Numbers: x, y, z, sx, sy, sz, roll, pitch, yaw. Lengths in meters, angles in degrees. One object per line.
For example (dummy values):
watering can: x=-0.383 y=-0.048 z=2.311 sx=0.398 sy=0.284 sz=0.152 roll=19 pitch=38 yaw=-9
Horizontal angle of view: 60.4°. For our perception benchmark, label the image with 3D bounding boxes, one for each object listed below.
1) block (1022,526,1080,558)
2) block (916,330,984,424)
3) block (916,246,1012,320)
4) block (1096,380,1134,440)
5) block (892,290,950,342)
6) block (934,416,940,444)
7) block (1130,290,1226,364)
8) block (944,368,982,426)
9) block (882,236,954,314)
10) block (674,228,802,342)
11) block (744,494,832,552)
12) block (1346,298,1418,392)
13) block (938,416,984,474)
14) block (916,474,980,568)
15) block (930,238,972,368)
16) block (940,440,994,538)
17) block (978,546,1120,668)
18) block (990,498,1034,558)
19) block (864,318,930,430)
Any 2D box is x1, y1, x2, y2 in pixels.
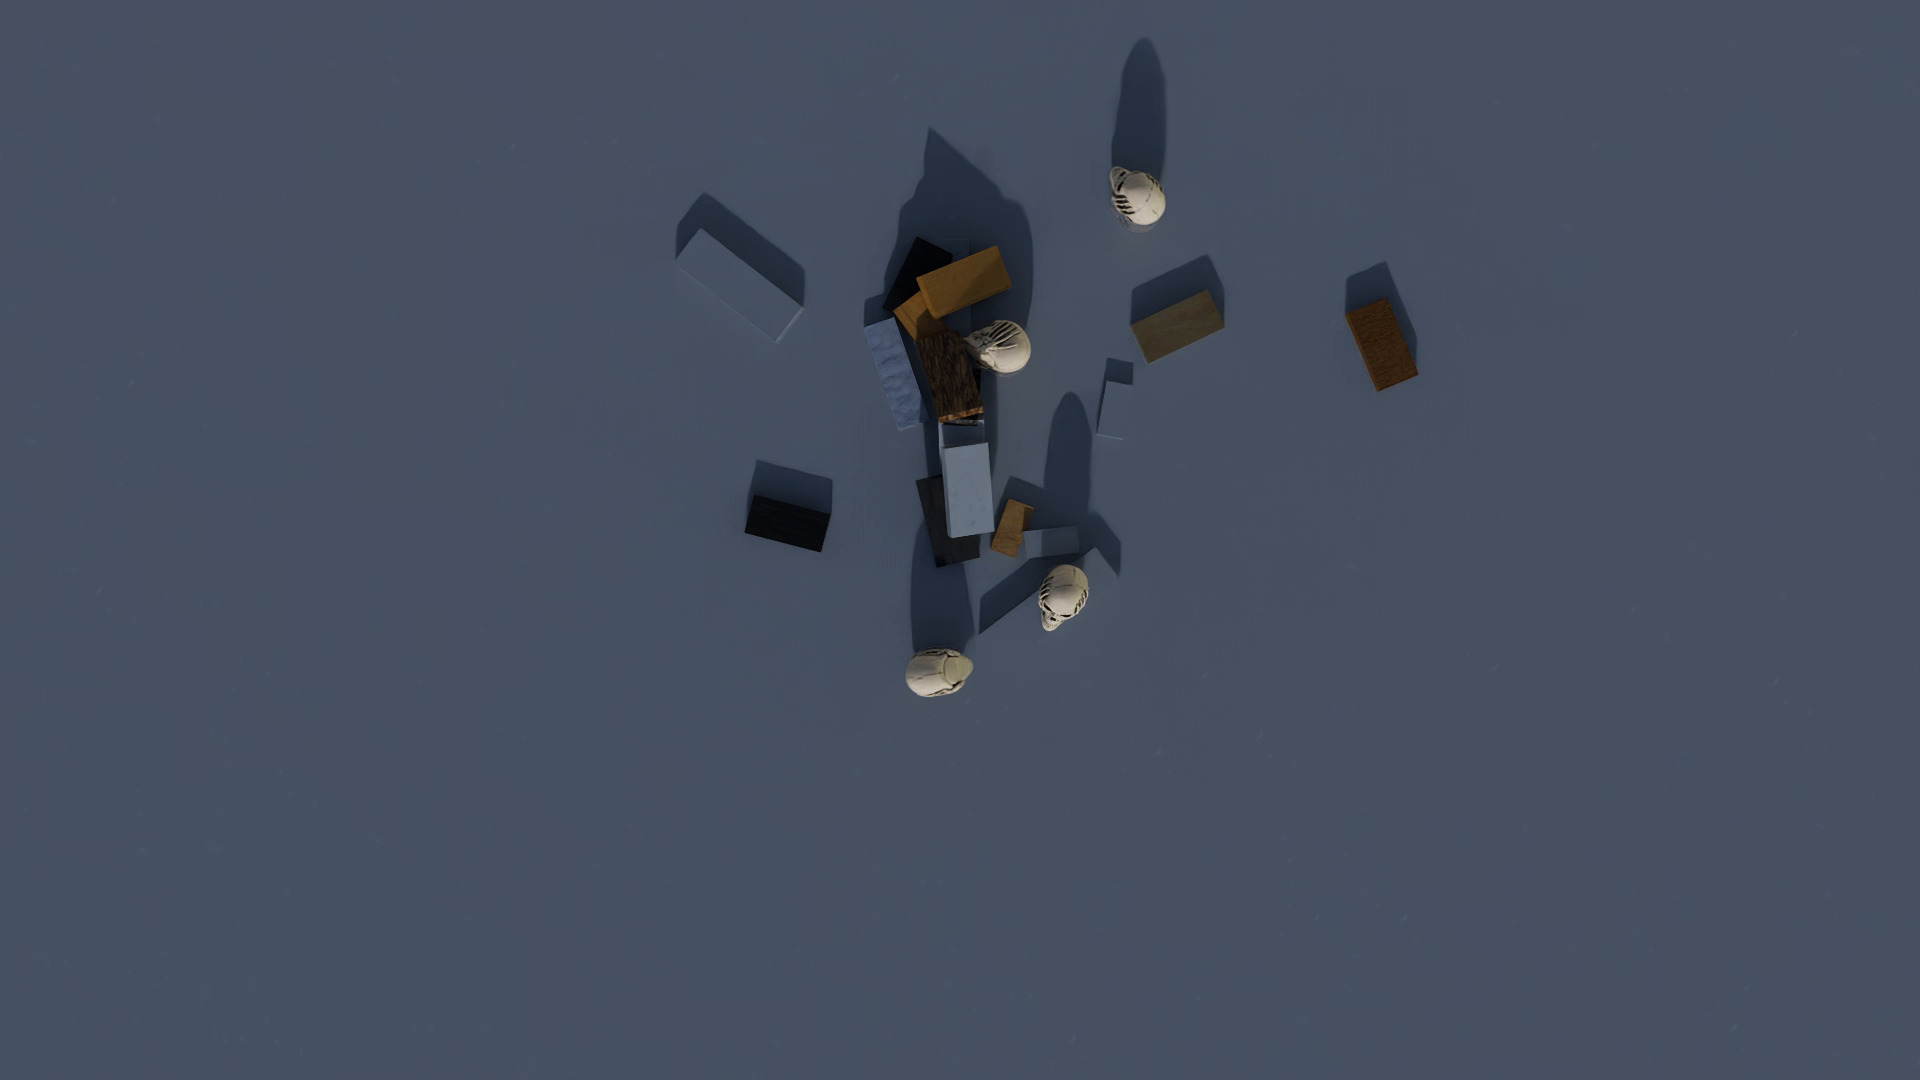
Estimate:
block: x=0.302 y=0.007 z=5.474 sx=0.180 sy=0.025 sz=0.090 roll=-6 pitch=91 yaw=-8
block: x=-0.035 y=-0.531 z=5.347 sx=0.147 sy=0.042 sz=0.293 roll=-15 pitch=68 yaw=-4
block: x=0.015 y=-0.847 z=5.419 sx=0.293 sy=0.042 sz=0.147 roll=-26 pitch=100 yaw=-20
block: x=0.515 y=-0.432 z=5.487 sx=0.090 sy=0.026 sz=0.180 roll=10 pitch=90 yaw=0
block: x=-0.112 y=-0.698 z=5.425 sx=0.110 sy=0.031 sz=0.220 roll=-37 pitch=102 yaw=0
block: x=-0.039 y=-0.405 z=5.488 sx=0.087 sy=0.025 sz=0.175 roll=2 pitch=90 yaw=1
block: x=0.723 y=-0.709 z=5.480 sx=0.279 sy=0.040 sz=0.140 roll=-25 pitch=90 yaw=0
block: x=0.008 y=-0.468 z=5.384 sx=0.110 sy=0.031 sz=0.220 roll=2 pitch=55 yaw=3
block: x=-0.140 y=-0.855 z=5.454 sx=0.131 sy=0.037 sz=0.262 roll=28 pitch=97 yaw=12
block: x=-0.736 y=-0.845 z=5.479 sx=0.427 sy=0.042 sz=0.147 roll=38 pitch=90 yaw=0
block: x=-0.572 y=-0.054 z=5.481 sx=0.262 sy=0.037 sz=0.131 roll=15 pitch=90 yaw=0
block: x=1.402 y=-0.649 z=5.480 sx=0.139 sy=0.040 sz=0.279 roll=-23 pitch=90 yaw=0
block: x=0.008 y=-0.259 z=5.423 sx=0.149 sy=0.042 sz=0.297 roll=-2 pitch=113 yaw=0
block: x=-0.039 y=-0.069 z=5.436 sx=0.149 sy=0.042 sz=0.297 roll=-13 pitch=107 yaw=0
block: x=-0.030 y=-0.768 z=5.481 sx=0.131 sy=0.037 sz=0.461 roll=-2 pitch=90 yaw=0
block: x=0.025 y=-0.165 z=5.370 sx=0.148 sy=0.042 sz=0.297 roll=-9 pitch=105 yaw=-17
block: x=0.297 y=0.224 z=5.480 sx=0.484 sy=0.040 sz=0.140 roll=-37 pitch=90 yaw=0
block: x=0.173 y=-0.038 z=5.487 sx=0.090 sy=0.026 sz=0.180 roll=20 pitch=90 yaw=0
block: x=-0.211 y=-0.552 z=5.484 sx=0.110 sy=0.031 sz=0.359 roll=-19 pitch=90 yaw=0
